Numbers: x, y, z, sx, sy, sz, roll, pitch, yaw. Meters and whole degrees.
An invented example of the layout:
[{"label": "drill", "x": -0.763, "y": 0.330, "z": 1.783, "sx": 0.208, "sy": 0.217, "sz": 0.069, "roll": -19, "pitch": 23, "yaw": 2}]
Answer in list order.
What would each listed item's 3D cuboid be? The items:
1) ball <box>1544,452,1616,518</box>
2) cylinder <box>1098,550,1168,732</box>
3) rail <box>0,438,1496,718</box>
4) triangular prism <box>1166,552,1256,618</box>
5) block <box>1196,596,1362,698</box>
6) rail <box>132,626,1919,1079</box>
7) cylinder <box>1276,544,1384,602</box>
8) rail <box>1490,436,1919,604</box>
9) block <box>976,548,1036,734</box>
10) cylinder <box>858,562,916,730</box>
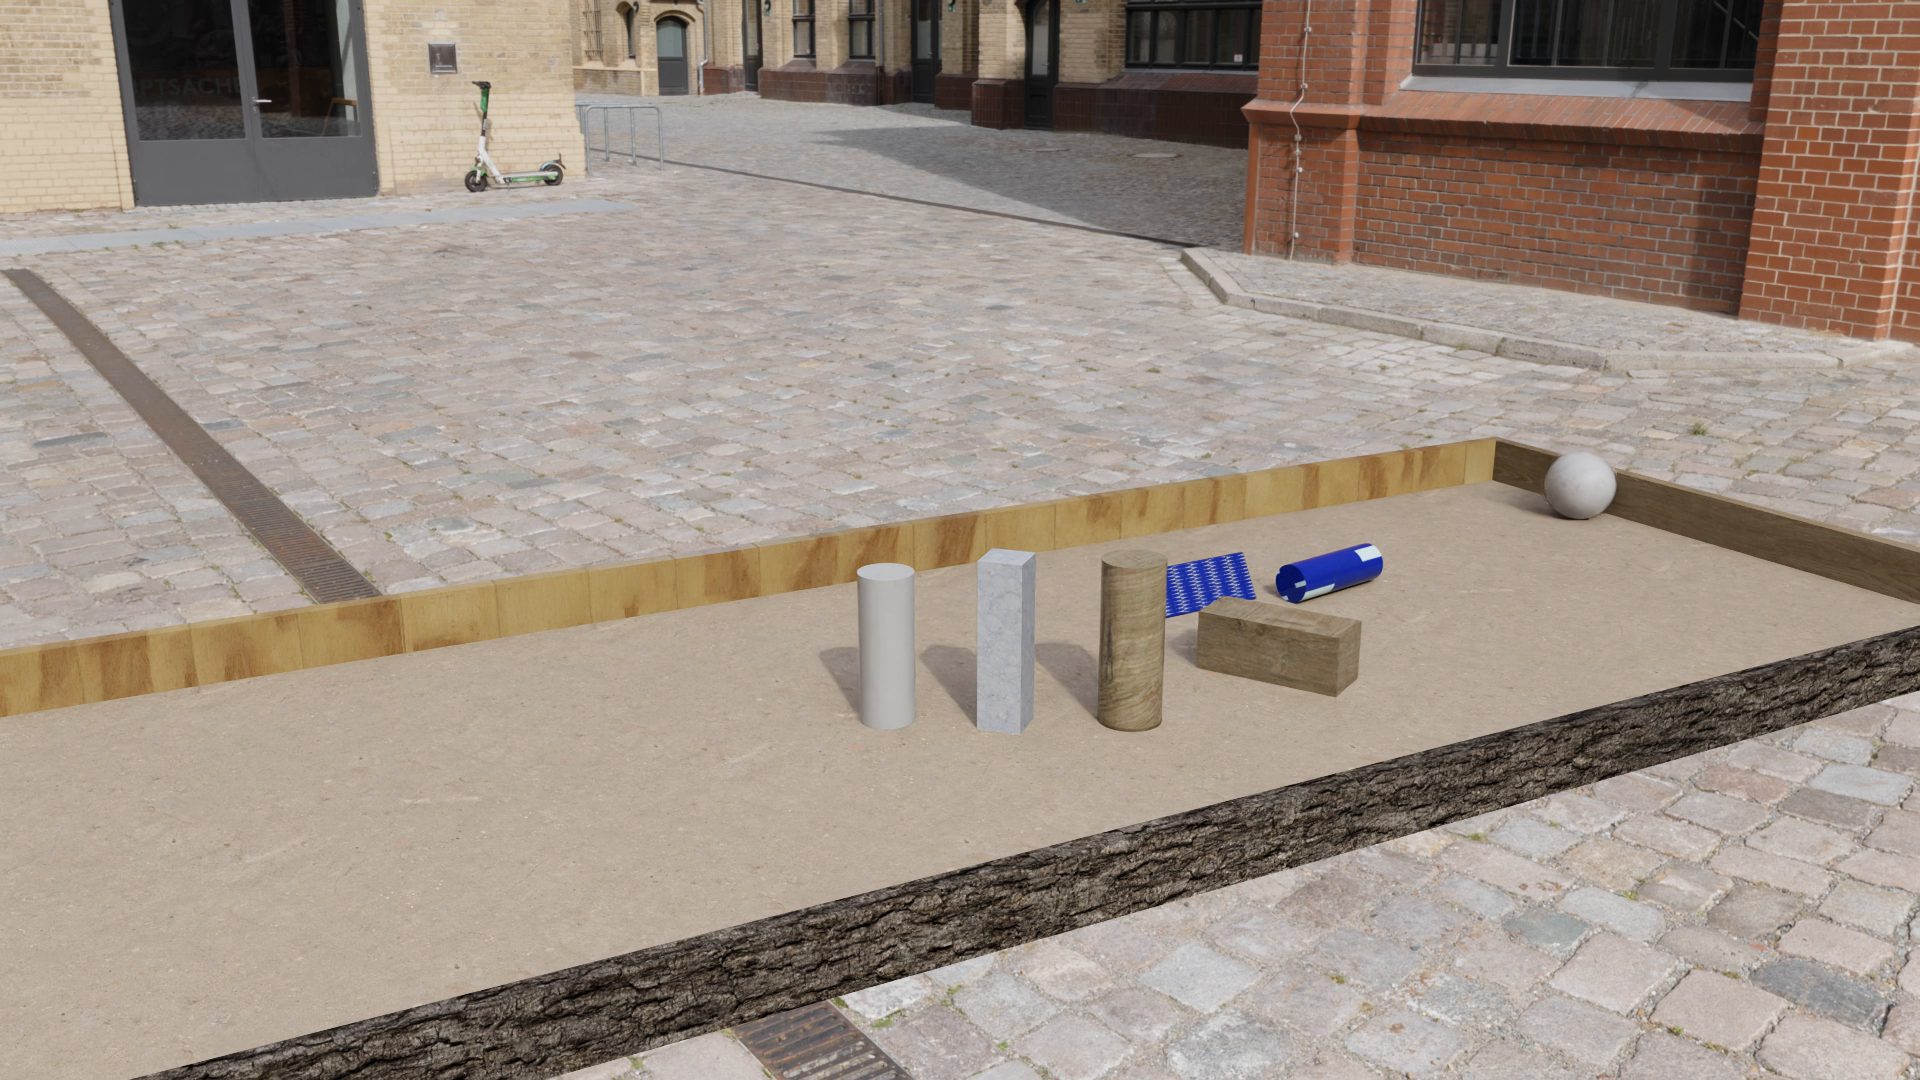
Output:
[{"label": "ball", "x": 2.099, "y": -0.186, "z": 5.585, "sx": 0.228, "sy": 0.228, "sz": 0.228, "roll": 0, "pitch": 16, "yaw": 0}, {"label": "cylinder", "x": 0.402, "y": 0.234, "z": 3.850, "sx": 0.152, "sy": 0.399, "sz": 0.152, "roll": 0, "pitch": 16, "yaw": 0}, {"label": "rail", "x": -3.305, "y": 0.497, "z": 3.399, "sx": 12.000, "sy": 0.150, "sz": 0.050, "roll": -9, "pitch": 18, "yaw": -27}, {"label": "triangular prism", "x": 0.647, "y": 0.123, "z": 4.709, "sx": 0.405, "sy": 0.122, "sz": 0.140, "roll": -10, "pitch": 19, "yaw": -30}, {"label": "block", "x": 0.806, "y": 0.265, "z": 4.180, "sx": 0.374, "sy": 0.153, "sz": 0.153, "roll": 10, "pitch": 19, "yaw": 31}, {"label": "rail", "x": -2.336, "y": 1.006, "z": 1.665, "sx": 12.000, "sy": 0.150, "sz": 0.050, "roll": -9, "pitch": 18, "yaw": -27}, {"label": "cylinder", "x": 1.085, "y": 0.095, "z": 4.834, "sx": 0.348, "sy": 0.112, "sz": 0.112, "roll": -13, "pitch": 21, "yaw": -37}, {"label": "rail", "x": 2.466, "y": -0.048, "z": 5.253, "sx": 0.050, "sy": 0.150, "sz": 2.100, "roll": -9, "pitch": 18, "yaw": -27}, {"label": "block", "x": 0.107, "y": 0.235, "z": 3.825, "sx": 0.106, "sy": 0.411, "sz": 0.106, "roll": 6, "pitch": 17, "yaw": 19}, {"label": "cylinder", "x": -0.172, "y": 0.248, "z": 3.862, "sx": 0.133, "sy": 0.366, "sz": 0.133, "roll": 0, "pitch": 16, "yaw": 0}]
